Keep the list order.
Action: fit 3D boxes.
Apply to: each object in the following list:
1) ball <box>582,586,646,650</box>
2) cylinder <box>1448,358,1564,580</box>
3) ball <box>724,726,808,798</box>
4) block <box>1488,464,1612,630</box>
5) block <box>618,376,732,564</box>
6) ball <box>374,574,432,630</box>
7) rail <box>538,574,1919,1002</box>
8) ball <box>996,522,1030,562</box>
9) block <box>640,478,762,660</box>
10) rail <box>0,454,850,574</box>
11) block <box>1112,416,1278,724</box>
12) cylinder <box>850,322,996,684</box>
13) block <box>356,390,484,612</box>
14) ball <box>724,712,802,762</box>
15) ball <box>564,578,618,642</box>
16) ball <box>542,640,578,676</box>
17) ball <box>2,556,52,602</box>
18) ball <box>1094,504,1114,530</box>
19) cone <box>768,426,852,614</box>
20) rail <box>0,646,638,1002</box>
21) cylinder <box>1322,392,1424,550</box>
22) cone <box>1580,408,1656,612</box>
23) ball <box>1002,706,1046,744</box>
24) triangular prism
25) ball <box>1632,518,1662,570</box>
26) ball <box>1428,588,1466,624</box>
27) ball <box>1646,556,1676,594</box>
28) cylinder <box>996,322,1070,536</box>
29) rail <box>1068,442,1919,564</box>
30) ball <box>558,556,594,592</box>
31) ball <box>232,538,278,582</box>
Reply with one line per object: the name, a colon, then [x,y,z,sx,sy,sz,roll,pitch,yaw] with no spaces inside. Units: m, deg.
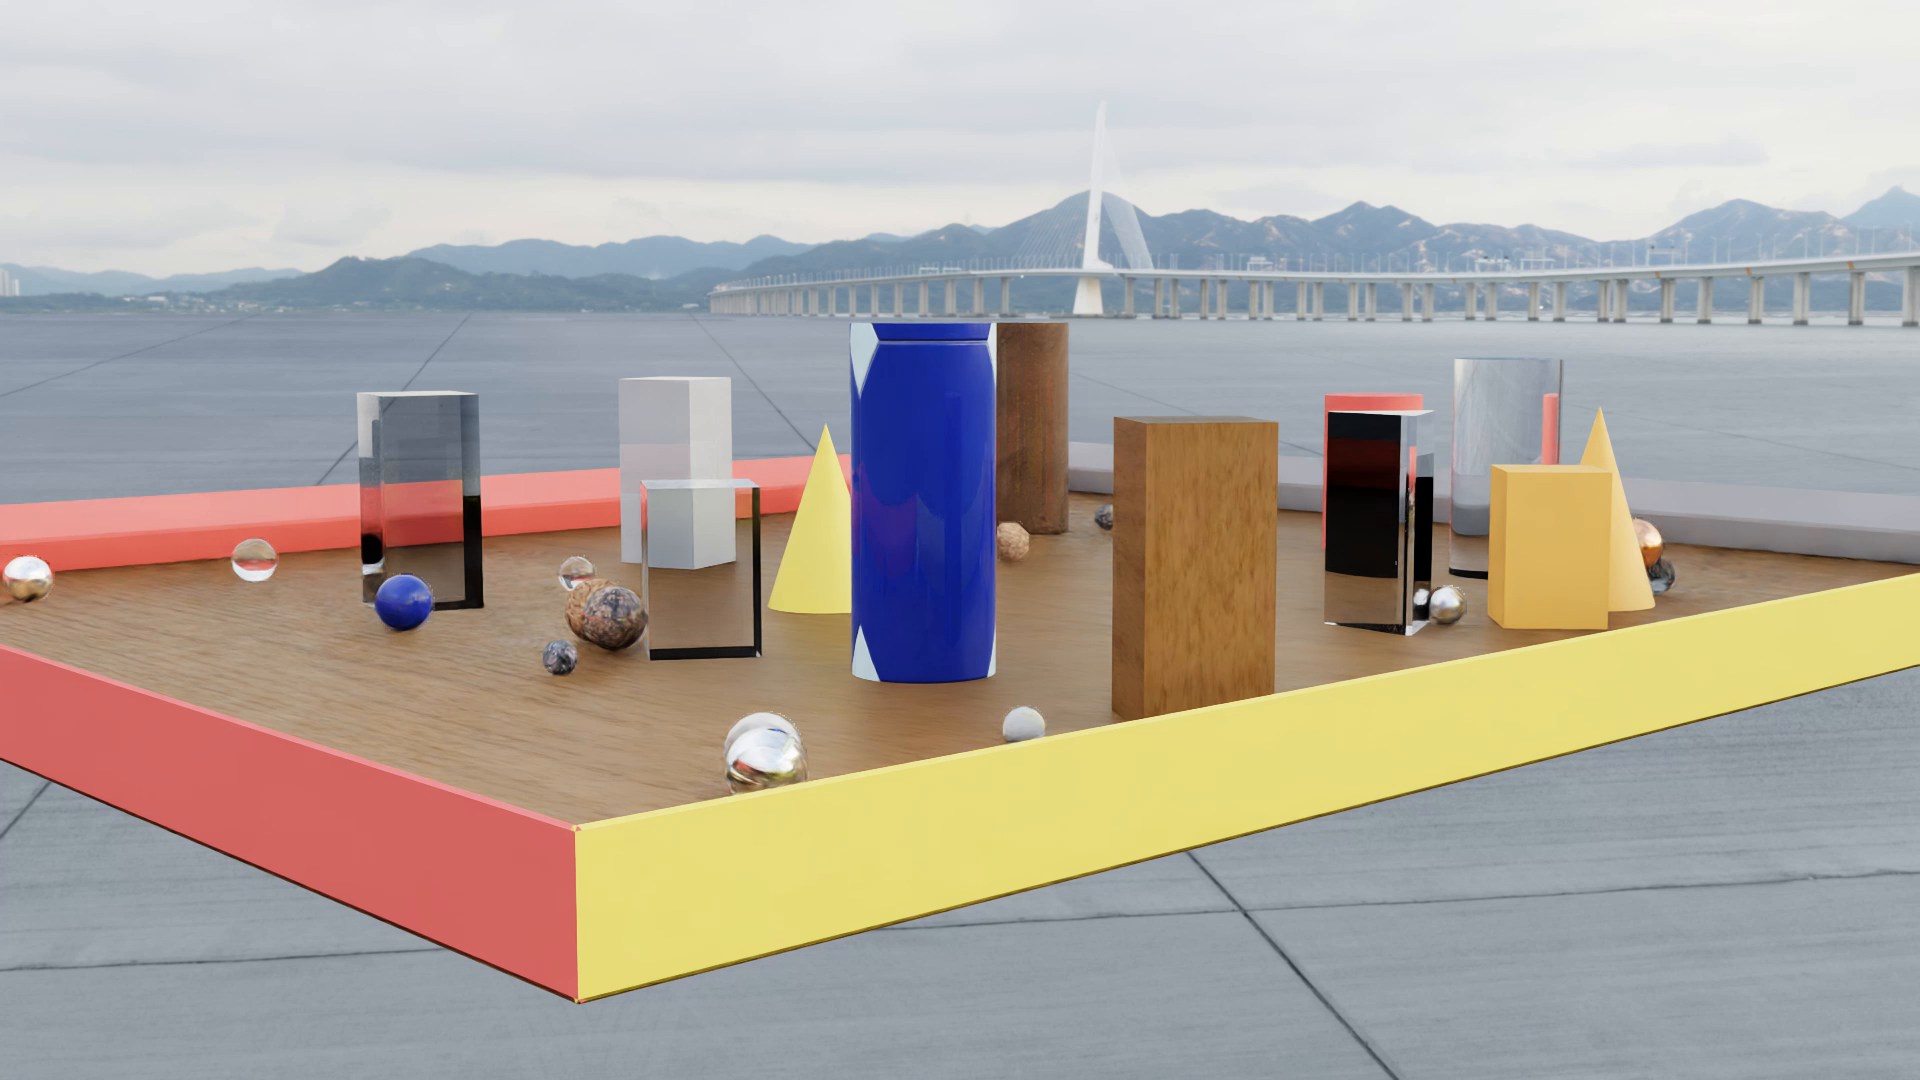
ball: [-0.439,0.099,2.789,0.081,0.081,0.081,0,6,0]
cylinder: [0.896,-0.120,3.610,0.175,0.354,0.175,0,6,0]
ball: [-0.171,0.201,1.940,0.073,0.073,0.073,0,6,0]
block: [0.822,0.007,3.074,0.140,0.215,0.140,0,6,5]
block: [-0.491,-0.122,3.811,0.140,0.315,0.140,3,7,24]
ball: [-0.760,0.085,3.002,0.076,0.076,0.076,0,6,0]
rail: [0.844,0.128,2.424,3.001,0.114,0.045,-6,8,-42]
ball: [0.086,0.004,3.790,0.069,0.069,0.069,0,6,0]
block: [-0.333,0.035,2.819,0.140,0.215,0.140,-1,6,-11]
rail: [-0.844,-0.068,4.242,3.001,0.114,0.045,-6,8,-42]
block: [0.248,0.032,2.342,0.140,0.322,0.140,-1,6,-10]
cylinder: [-0.044,-0.050,2.645,0.175,0.421,0.175,0,6,0]
block: [-0.794,-0.059,3.234,0.140,0.313,0.140,-3,7,-29]
ball: [-0.180,0.194,2.011,0.072,0.072,0.072,0,6,0]
ball: [-0.476,0.093,2.888,0.086,0.086,0.086,0,6,0]
ball: [-0.480,0.141,2.641,0.042,0.042,0.042,0,6,0]
ball: [-1.393,0.058,3.286,0.069,0.069,0.069,0,6,0]
ball: [0.291,-0.044,4.326,0.050,0.050,0.050,0,6,0]
cone: [-0.197,-0.038,3.239,0.175,0.269,0.175,0,6,0]
rail: [-1.085,0.137,2.337,0.045,0.114,2.536,-6,8,-42]
cylinder: [0.749,-0.124,3.994,0.175,0.279,0.175,0,6,0]
cone: [0.945,-0.053,3.261,0.175,0.294,0.175,0,6,0]
ball: [0.064,0.188,2.202,0.042,0.042,0.042,0,6,0]
triangular prism: [0.607,-0.029,3.039,0.131,0.296,0.152,-5,8,-39]
ball: [1.024,0.009,3.341,0.082,0.082,0.082,0,6,0]
ball: [0.680,0.091,3.067,0.050,0.050,0.050,0,6,0]
ball: [1.068,0.054,3.374,0.058,0.058,0.058,0,6,0]
cylinder: [0.125,-0.220,4.292,0.175,0.408,0.175,0,6,0]
rail: [1.085,-0.078,4.329,0.045,0.114,2.536,-6,8,-42]
ball: [-0.592,0.053,3.398,0.055,0.055,0.055,0,6,0]
ball: [-1.130,0.032,3.521,0.070,0.070,0.070,0,6,0]
